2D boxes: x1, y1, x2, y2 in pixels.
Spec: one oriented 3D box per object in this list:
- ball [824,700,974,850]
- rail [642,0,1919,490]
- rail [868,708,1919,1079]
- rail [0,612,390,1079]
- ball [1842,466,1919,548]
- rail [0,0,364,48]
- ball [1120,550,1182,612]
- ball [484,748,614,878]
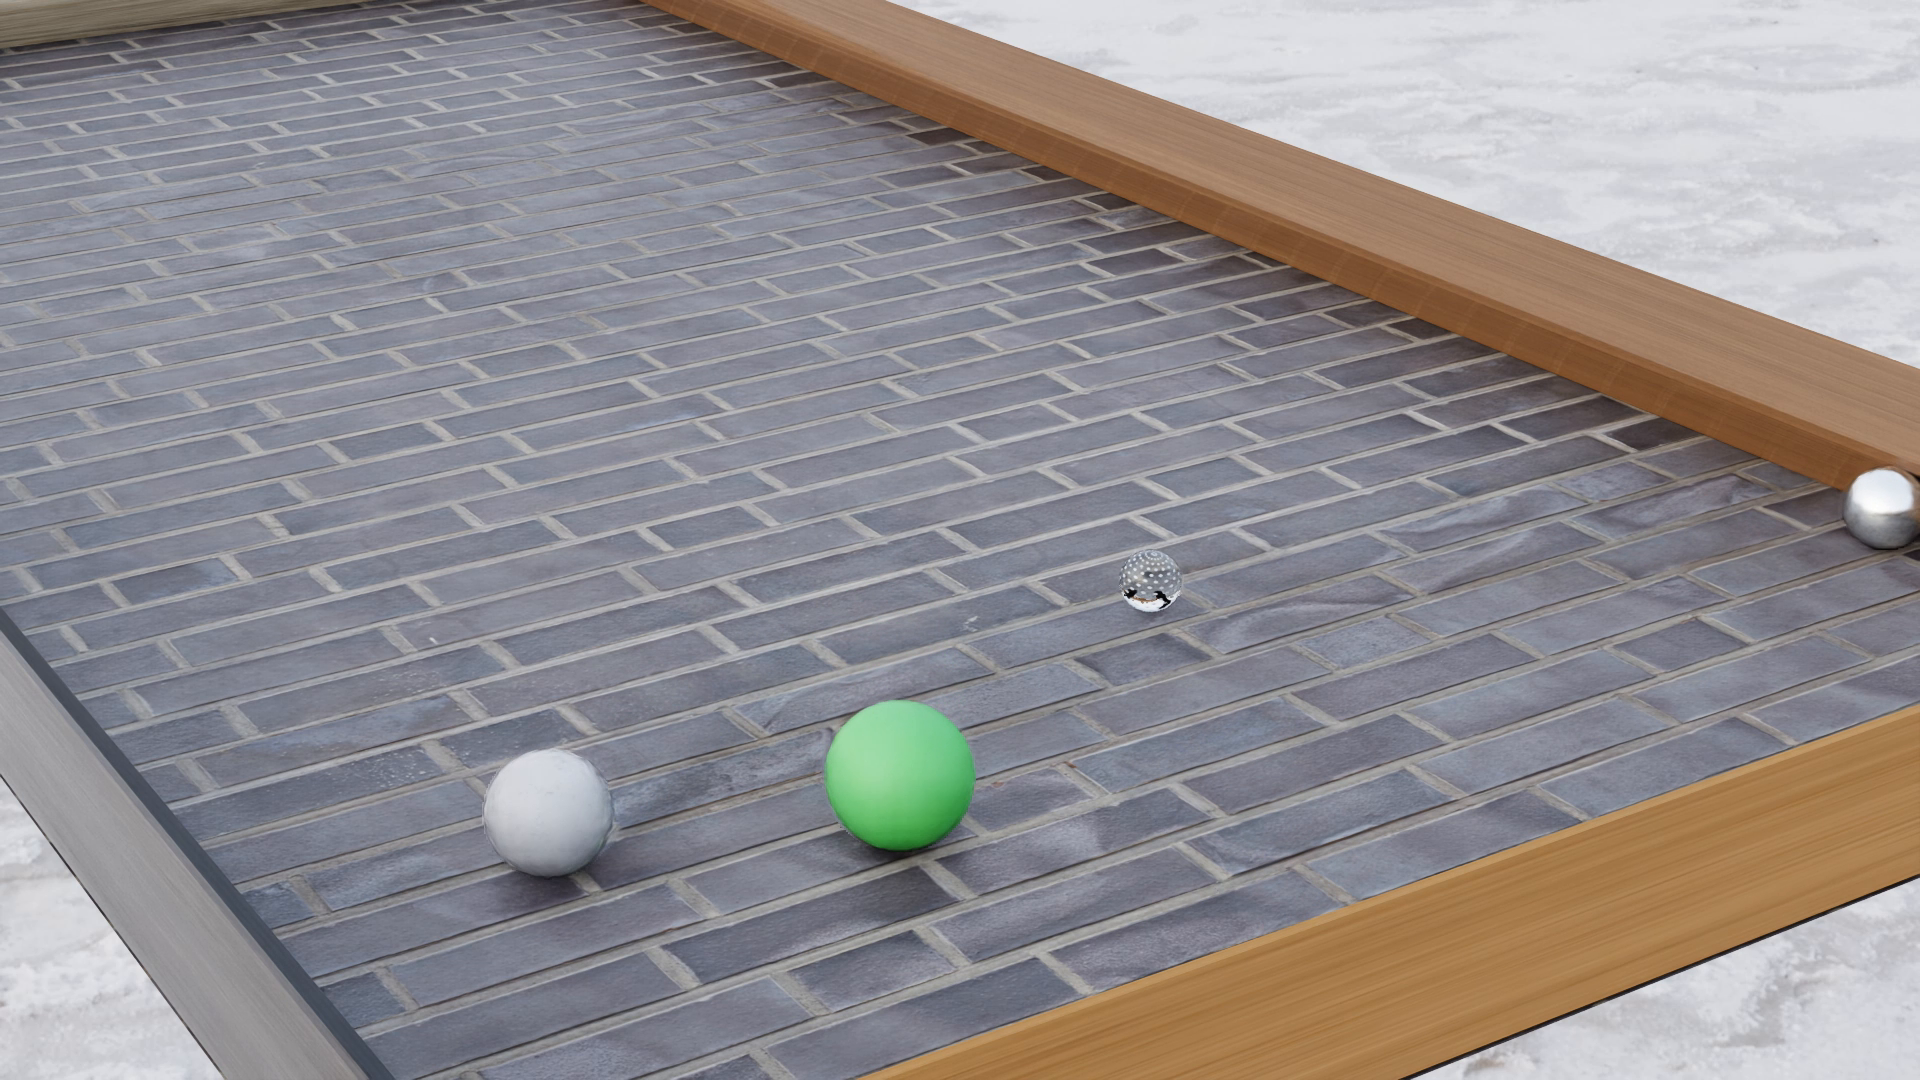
[{"bbox_3d":[-0.040,0.154,1.929,0.098,0.098,0.098,0,23,0],"label":"ball"},{"bbox_3d":[0.203,-0.421,3.246,0.045,0.128,2.953,-14,27,-30],"label":"rail"},{"bbox_3d":[0.387,0.207,1.764,1.480,0.128,0.045,-14,27,-30],"label":"rail"},{"bbox_3d":[-1.002,-0.118,2.532,0.045,0.128,2.953,-14,27,-30],"label":"rail"},{"bbox_3d":[0.753,-0.027,2.395,0.068,0.068,0.068,0,23,0],"label":"ball"},{"bbox_3d":[-1.187,-0.747,4.014,1.480,0.128,0.045,-14,27,-30],"label":"rail"},{"bbox_3d":[0.148,0.031,2.282,0.049,0.049,0.049,0,23,0],"label":"ball"},{"bbox_3d":[-0.265,0.176,1.898,0.083,0.083,0.083,0,23,0],"label":"ball"}]
